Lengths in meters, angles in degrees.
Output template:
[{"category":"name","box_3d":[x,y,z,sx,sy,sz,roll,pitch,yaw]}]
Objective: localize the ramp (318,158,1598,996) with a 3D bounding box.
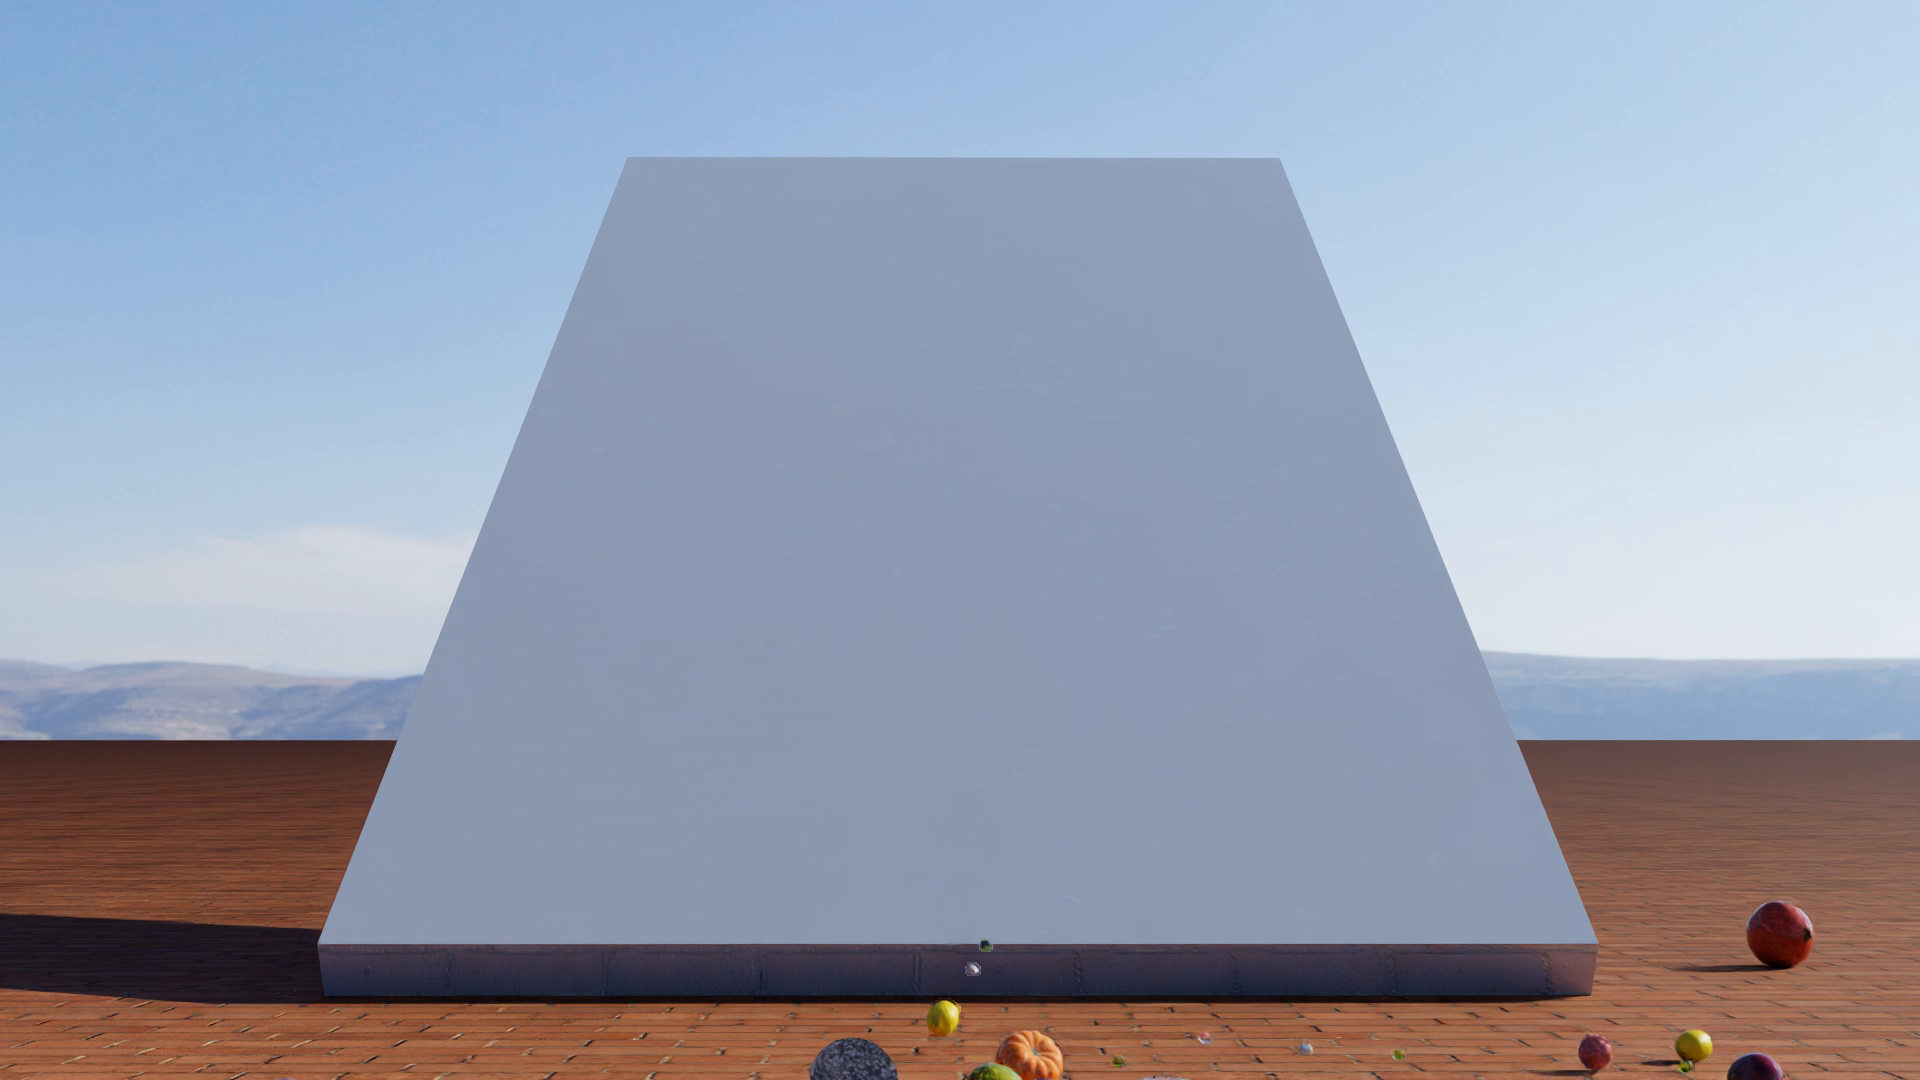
[{"category":"ramp","box_3d":[-0.010,-0.227,5.502,2.000,0.100,4.000,0,27,0]}]

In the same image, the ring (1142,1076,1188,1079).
[{"category":"ring","box_3d":[0.230,0.614,2.626,0.088,0.029,0.088,1,-5,0]}]
